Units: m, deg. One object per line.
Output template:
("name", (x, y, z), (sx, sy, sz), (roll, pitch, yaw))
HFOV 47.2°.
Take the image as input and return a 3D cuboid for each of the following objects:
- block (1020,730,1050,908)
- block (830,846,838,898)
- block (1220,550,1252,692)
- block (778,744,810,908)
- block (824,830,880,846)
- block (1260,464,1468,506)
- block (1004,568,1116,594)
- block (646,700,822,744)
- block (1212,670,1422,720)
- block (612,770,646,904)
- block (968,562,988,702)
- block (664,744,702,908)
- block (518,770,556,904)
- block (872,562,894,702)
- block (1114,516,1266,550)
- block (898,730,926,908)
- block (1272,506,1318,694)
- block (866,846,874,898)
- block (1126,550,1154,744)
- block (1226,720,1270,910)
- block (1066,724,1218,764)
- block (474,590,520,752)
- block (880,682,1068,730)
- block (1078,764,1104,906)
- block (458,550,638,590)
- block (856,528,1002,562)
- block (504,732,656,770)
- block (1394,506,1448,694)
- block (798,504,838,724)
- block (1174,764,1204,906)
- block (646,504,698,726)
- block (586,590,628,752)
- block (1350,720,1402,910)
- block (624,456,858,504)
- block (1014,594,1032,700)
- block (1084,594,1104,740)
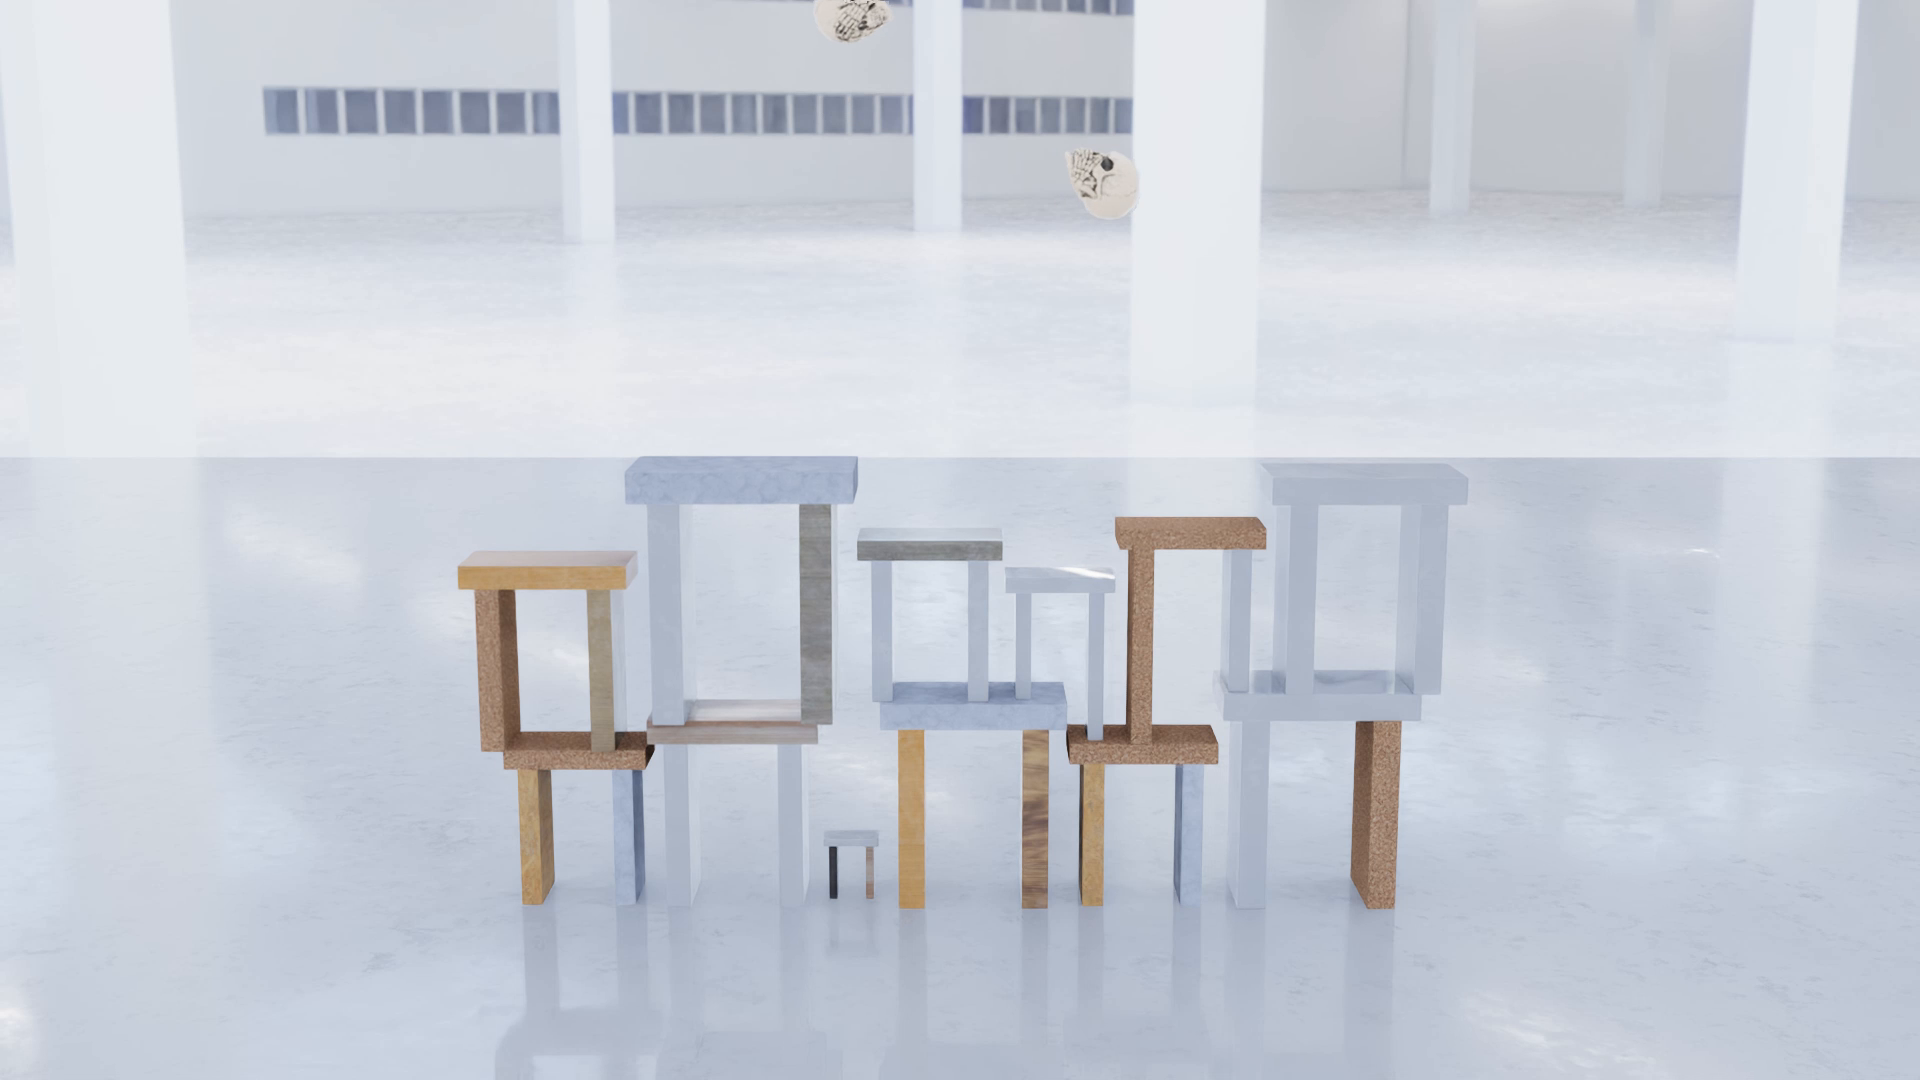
("block", (0.122, 0.441, 3.645), (0.043, 0.301, 0.151), (0, 11, 0))
("block", (-0.210, 0.546, 3.658), (0.013, 0.091, 0.045), (0, 11, 0))
("block", (0.449, 0.119, 3.579), (0.033, 0.233, 0.117), (0, 11, 0))
("block", (-0.276, 0.453, 3.647), (0.039, 0.276, 0.138), (0, 11, 0))
("block", (-0.179, 0.495, 3.649), (0.091, 0.013, 0.045), (0, 11, 0))
("block", (0.647, -0.091, 3.542), (0.308, 0.044, 0.154), (0, 11, 0))
("block", (0.161, 0.065, 3.576), (0.176, 0.025, 0.088), (0, 11, 0))
("block", (-0.368, 0.298, 3.618), (0.276, 0.039, 0.138), (0, 11, 0))
("block", (0.583, 0.255, 3.612), (0.318, 0.045, 0.159), (0, 11, 0))
("block", (-0.549, 0.476, 3.651), (0.033, 0.230, 0.115), (0, 11, 0))
("block", (0.029, 0.137, 3.586), (0.033, 0.232, 0.116), (0, 11, 0))
("block", (-0.460, 0.453, 3.647), (0.039, 0.276, 0.138), (0, 11, 0))
("block", (-0.703, 0.476, 3.652), (0.033, 0.230, 0.115), (0, 11, 0))
("block", (-0.125, 0.137, 3.587), (0.033, 0.232, 0.116), (0, 11, 0))
("block", (0.371, -0.012, 3.554), (0.233, 0.033, 0.117), (0, 11, 0))
("block", (-0.079, 0.441, 3.645), (0.043, 0.302, 0.151), (0, 11, 0))
("block", (0.544, 0.082, 3.573), (0.044, 0.308, 0.154), (0, 11, 0))
("block", (-0.149, 0.546, 3.658), (0.013, 0.091, 0.045), (0, 11, 0))
("block", (0.293, 0.162, 3.587), (0.033, 0.320, 0.117), (0, 11, 0))
("block", (0.477, 0.433, 3.645), (0.045, 0.318, 0.159), (0, 11, 0))
("block", (0.298, 0.336, 3.621), (0.241, 0.034, 0.121), (0, 11, 0))
("block", (-0.756, 0.199, 3.600), (0.038, 0.268, 0.134), (0, 11, 0))
("block", (0.022, 0.272, 3.614), (0.302, 0.043, 0.151), (0, 11, 0))
("block", (0.218, 0.471, 3.647), (0.034, 0.241, 0.121), (0, 11, 0))
("block", (-0.667, 0.048, 3.572), (0.268, 0.038, 0.134), (0, 11, 0))
("block", (-0.048, 0.007, 3.562), (0.232, 0.033, 0.116), (0, 11, 0))
("block", (-0.626, 0.347, 3.628), (0.230, 0.033, 0.115), (0, 11, 0))
("block", (0.749, 0.082, 3.574), (0.044, 0.308, 0.154), (0, 11, 0))
("block", (-0.229, 0.104, 3.579), (0.051, 0.358, 0.179), (0, 11, 0))
("block", (0.379, 0.471, 3.647), (0.034, 0.241, 0.121), (0, 11, 0))
("block", (-0.467, 0.104, 3.578), (0.051, 0.358, 0.179), (0, 11, 0))
("block", (-0.577, 0.199, 3.600), (0.038, 0.268, 0.134), (0, 11, 0))
("block", (0.689, 0.433, 3.645), (0.045, 0.318, 0.159), (0, 11, 0))
("block", (-0.347, -0.097, 3.540), (0.358, 0.051, 0.179), (0, 11, 0))
("block", (0.103, 0.164, 3.594), (0.025, 0.176, 0.088), (0, 11, 0))
("block", (0.220, 0.198, 3.601), (0.025, 0.245, 0.088), (0, 11, 0))
